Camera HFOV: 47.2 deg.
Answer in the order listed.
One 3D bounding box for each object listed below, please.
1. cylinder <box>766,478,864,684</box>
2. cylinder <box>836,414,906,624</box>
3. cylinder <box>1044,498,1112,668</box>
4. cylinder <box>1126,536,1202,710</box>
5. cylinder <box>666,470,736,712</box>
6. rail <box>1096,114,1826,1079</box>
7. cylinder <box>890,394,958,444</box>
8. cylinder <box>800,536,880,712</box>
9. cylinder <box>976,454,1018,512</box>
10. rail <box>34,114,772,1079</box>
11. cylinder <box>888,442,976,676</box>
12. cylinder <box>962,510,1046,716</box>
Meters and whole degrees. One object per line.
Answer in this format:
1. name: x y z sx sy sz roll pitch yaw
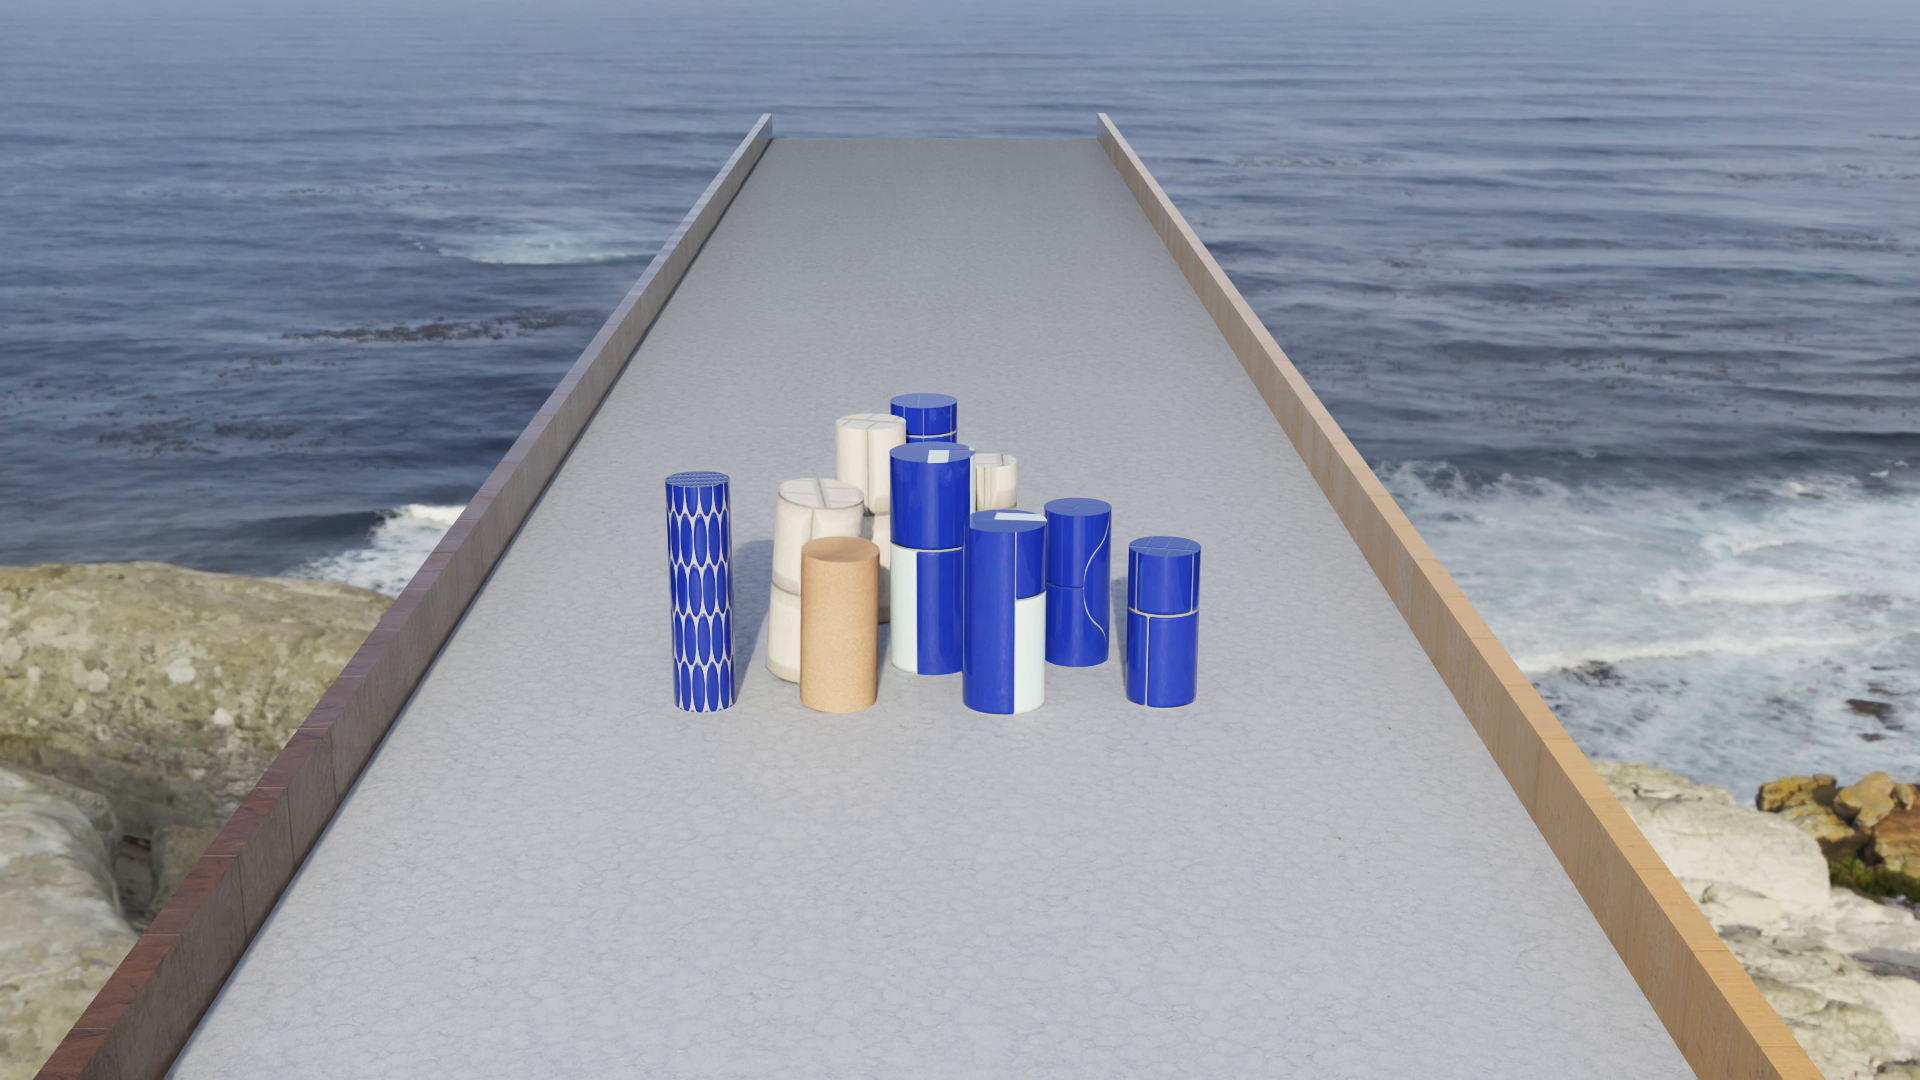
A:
1. cylinder: -0.284 0.079 4.288 0.167 0.366 0.167 5 20 -2
2. cylinder: -0.186 -0.045 4.638 0.146 0.421 0.146 0 17 0
3. cylinder: 0.233 0.084 4.396 0.136 0.313 0.136 0 17 0
4. cylinder: 0.385 0.156 4.175 0.136 0.301 0.136 0 17 0
5. cylinder: -0.486 0.097 4.130 0.119 0.438 0.119 0 17 0
6. rail: 0.932 -0.844 7.801 0.050 0.150 12.000 0 17 -1
7. cylinder: -0.079 -0.106 4.856 0.147 0.414 0.147 0 17 0
8. cylinder: -0.227 0.159 4.152 0.147 0.300 0.147 2 19 -1
9. cylinder: 0.062 0.000 4.622 0.114 0.345 0.114 0 17 0
10. rail: -1.118 -0.838 7.780 0.050 0.150 12.000 0 17 -1
11. cylinder: -0.054 0.035 4.350 0.169 0.432 0.169 0 17 0
12. cylinder: 0.083 0.135 4.145 0.158 0.357 0.158 0 17 0
